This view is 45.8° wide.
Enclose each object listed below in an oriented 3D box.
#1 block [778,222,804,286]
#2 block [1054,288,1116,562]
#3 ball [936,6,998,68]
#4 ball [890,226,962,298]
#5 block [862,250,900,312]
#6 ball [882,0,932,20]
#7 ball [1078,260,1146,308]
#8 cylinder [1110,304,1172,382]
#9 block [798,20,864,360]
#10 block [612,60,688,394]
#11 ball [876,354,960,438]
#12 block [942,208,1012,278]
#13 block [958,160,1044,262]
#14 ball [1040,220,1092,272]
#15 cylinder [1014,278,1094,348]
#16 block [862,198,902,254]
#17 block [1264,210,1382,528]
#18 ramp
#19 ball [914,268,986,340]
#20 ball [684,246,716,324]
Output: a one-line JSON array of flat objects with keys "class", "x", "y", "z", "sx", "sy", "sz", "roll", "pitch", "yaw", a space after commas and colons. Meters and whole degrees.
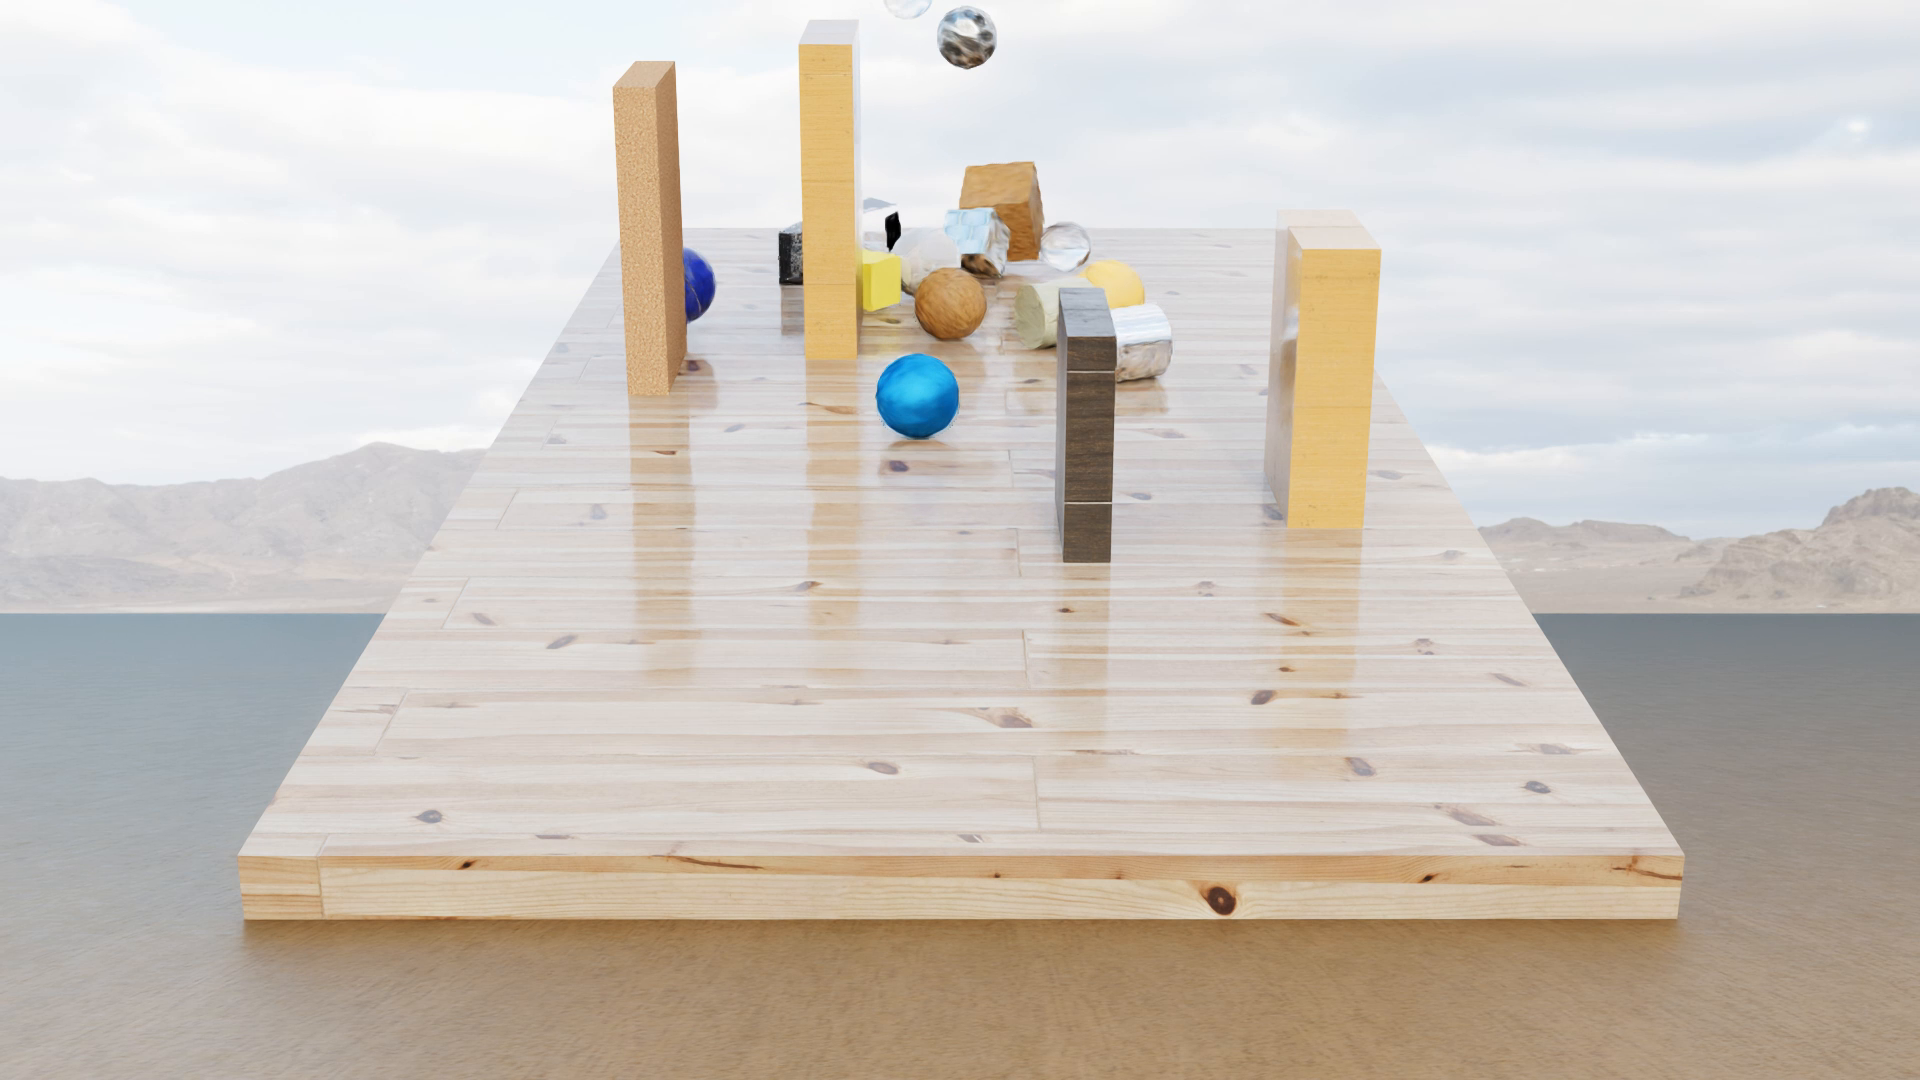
[{"class": "block", "x": -0.404, "y": -0.784, "z": 6.236, "sx": 0.143, "sy": 0.143, "sz": 0.143, "roll": 6, "pitch": 21, "yaw": 16}, {"class": "block", "x": 0.235, "y": -0.224, "z": 4.301, "sx": 0.088, "sy": 0.432, "sz": 0.366, "roll": 0, "pitch": 20, "yaw": 0}, {"class": "ball", "x": 0.019, "y": -1.386, "z": 6.259, "sx": 0.170, "sy": 0.170, "sz": 0.170, "roll": 0, "pitch": -2, "yaw": 0}, {"class": "ball", "x": -0.093, "y": -0.736, "z": 6.034, "sx": 0.193, "sy": 0.193, "sz": 0.193, "roll": 0, "pitch": -2, "yaw": 0}, {"class": "block", "x": -0.245, "y": -0.683, "z": 5.960, "sx": 0.125, "sy": 0.125, "sz": 0.125, "roll": 13, "pitch": 24, "yaw": 32}, {"class": "ball", "x": -0.146, "y": -1.521, "z": 6.306, "sx": 0.148, "sy": 0.148, "sz": 0.148, "roll": 0, "pitch": -2, "yaw": 0}, {"class": "ball", "x": 0.374, "y": -0.613, "z": 5.716, "sx": 0.185, "sy": 0.185, "sz": 0.185, "roll": 0, "pitch": -2, "yaw": 0}, {"class": "cylinder", "x": 0.381, "y": -0.459, "z": 5.317, "sx": 0.171, "sy": 0.171, "sz": 0.171, "roll": -9, "pitch": 2, "yaw": -23}, {"class": "block", "x": -0.313, "y": -0.868, "z": 5.581, "sx": 0.125, "sy": 0.754, "sz": 0.440, "roll": 0, "pitch": 20, "yaw": 0}, {"class": "block", "x": -0.717, "y": -0.731, "z": 5.281, "sx": 0.094, "sy": 0.703, "sz": 0.392, "roll": 0, "pitch": 20, "yaw": 0}, {"class": "ball", "x": -0.091, "y": -0.311, "z": 4.899, "sx": 0.181, "sy": 0.181, "sz": 0.181, "roll": 0, "pitch": -2, "yaw": 0}, {"class": "block", "x": 0.041, "y": -0.814, "z": 6.224, "sx": 0.138, "sy": 0.138, "sz": 0.138, "roll": 2, "pitch": -20, "yaw": 25}, {"class": "block", "x": 0.119, "y": -0.925, "z": 6.412, "sx": 0.197, "sy": 0.197, "sz": 0.197, "roll": -3, "pitch": -46, "yaw": 11}, {"class": "ball", "x": 0.296, "y": -0.821, "z": 6.342, "sx": 0.142, "sy": 0.142, "sz": 0.142, "roll": 0, "pitch": -2, "yaw": 0}, {"class": "cylinder", "x": 0.241, "y": -0.561, "z": 5.610, "sx": 0.159, "sy": 0.159, "sz": 0.159, "roll": -10, "pitch": 3, "yaw": -26}, {"class": "block", "x": -0.272, "y": -0.864, "z": 6.417, "sx": 0.158, "sy": 0.158, "sz": 0.158, "roll": -18, "pitch": 23, "yaw": -25}, {"class": "block", "x": 0.705, "y": -0.341, "z": 4.452, "sx": 0.146, "sy": 0.549, "sz": 0.351, "roll": 0, "pitch": 20, "yaw": 0}, {"class": "ramp", "x": -0.005, "y": -0.209, "z": 5.028, "sx": 2.000, "sy": 0.100, "sz": 4.000, "roll": 0, "pitch": 20, "yaw": 0}, {"class": "ball", "x": -0.024, "y": -0.588, "z": 5.649, "sx": 0.182, "sy": 0.182, "sz": 0.182, "roll": 0, "pitch": -2, "yaw": 0}, {"class": "ball", "x": -0.703, "y": -0.633, "z": 5.632, "sx": 0.198, "sy": 0.198, "sz": 0.198, "roll": 0, "pitch": -2, "yaw": 0}]
